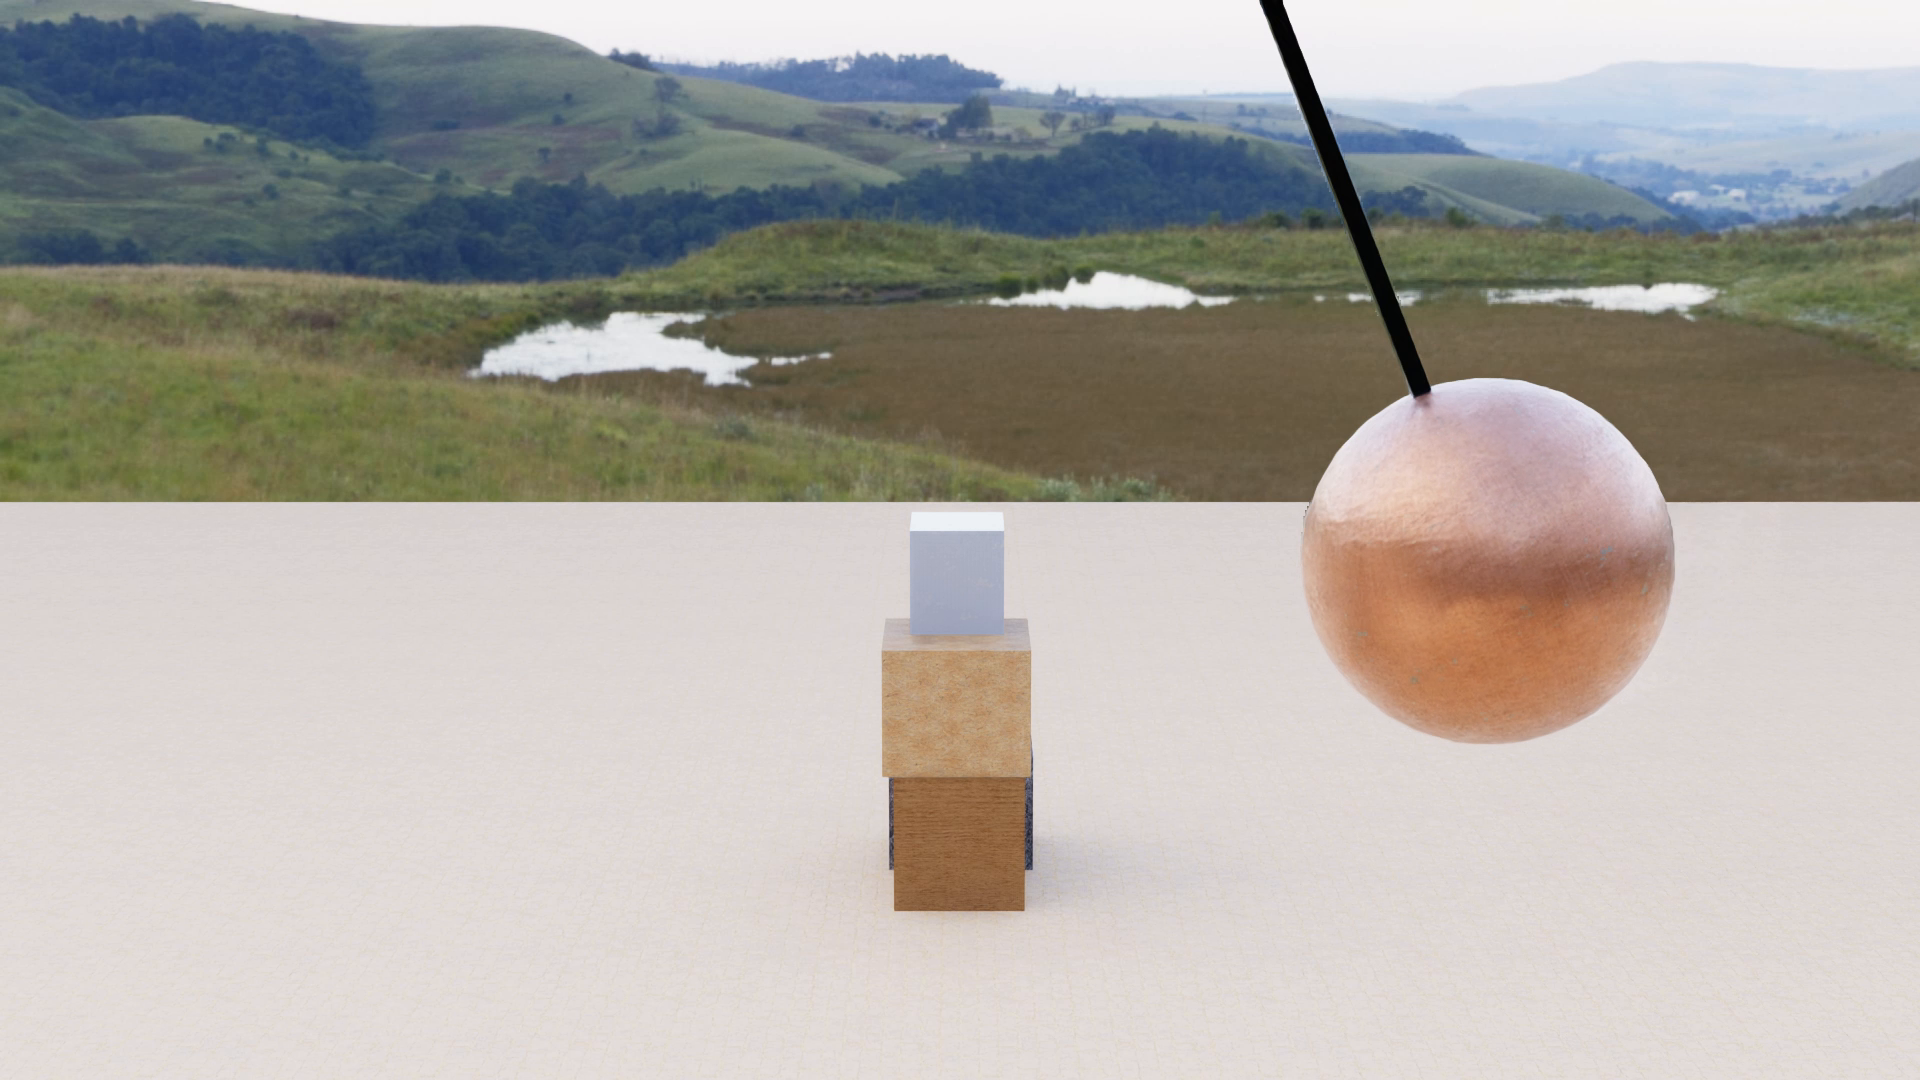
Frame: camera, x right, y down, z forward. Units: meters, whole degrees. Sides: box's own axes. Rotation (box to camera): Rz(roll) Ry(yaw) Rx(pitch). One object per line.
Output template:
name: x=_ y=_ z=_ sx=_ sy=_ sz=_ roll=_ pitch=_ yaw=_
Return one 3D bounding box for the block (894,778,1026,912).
block: x=-0.003 y=1.239 z=11.121 sx=0.555 sy=0.583 sz=0.563 roll=0 pitch=10 yaw=0

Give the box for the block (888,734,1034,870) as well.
block: x=0.004 y=1.167 z=11.684 sx=0.642 sy=0.524 sz=0.551 roll=0 pitch=10 yaw=0

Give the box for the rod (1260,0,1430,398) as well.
rod: x=0.994 y=-2.998 z=10.635 sx=0.080 sy=5.200 sz=0.080 roll=-22 pitch=10 yaw=4

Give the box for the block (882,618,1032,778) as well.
block: x=-0.015 y=0.673 z=11.079 sx=0.627 sy=0.547 sz=0.646 roll=0 pitch=10 yaw=0

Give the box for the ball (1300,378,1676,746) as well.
ball: x=2.295 y=0.093 z=11.197 sx=1.600 sy=1.600 sz=1.600 roll=0 pitch=10 yaw=0

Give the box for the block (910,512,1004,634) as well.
block: x=-0.012 y=0.142 z=11.206 sx=0.403 sy=0.454 sz=0.470 roll=0 pitch=10 yaw=0
